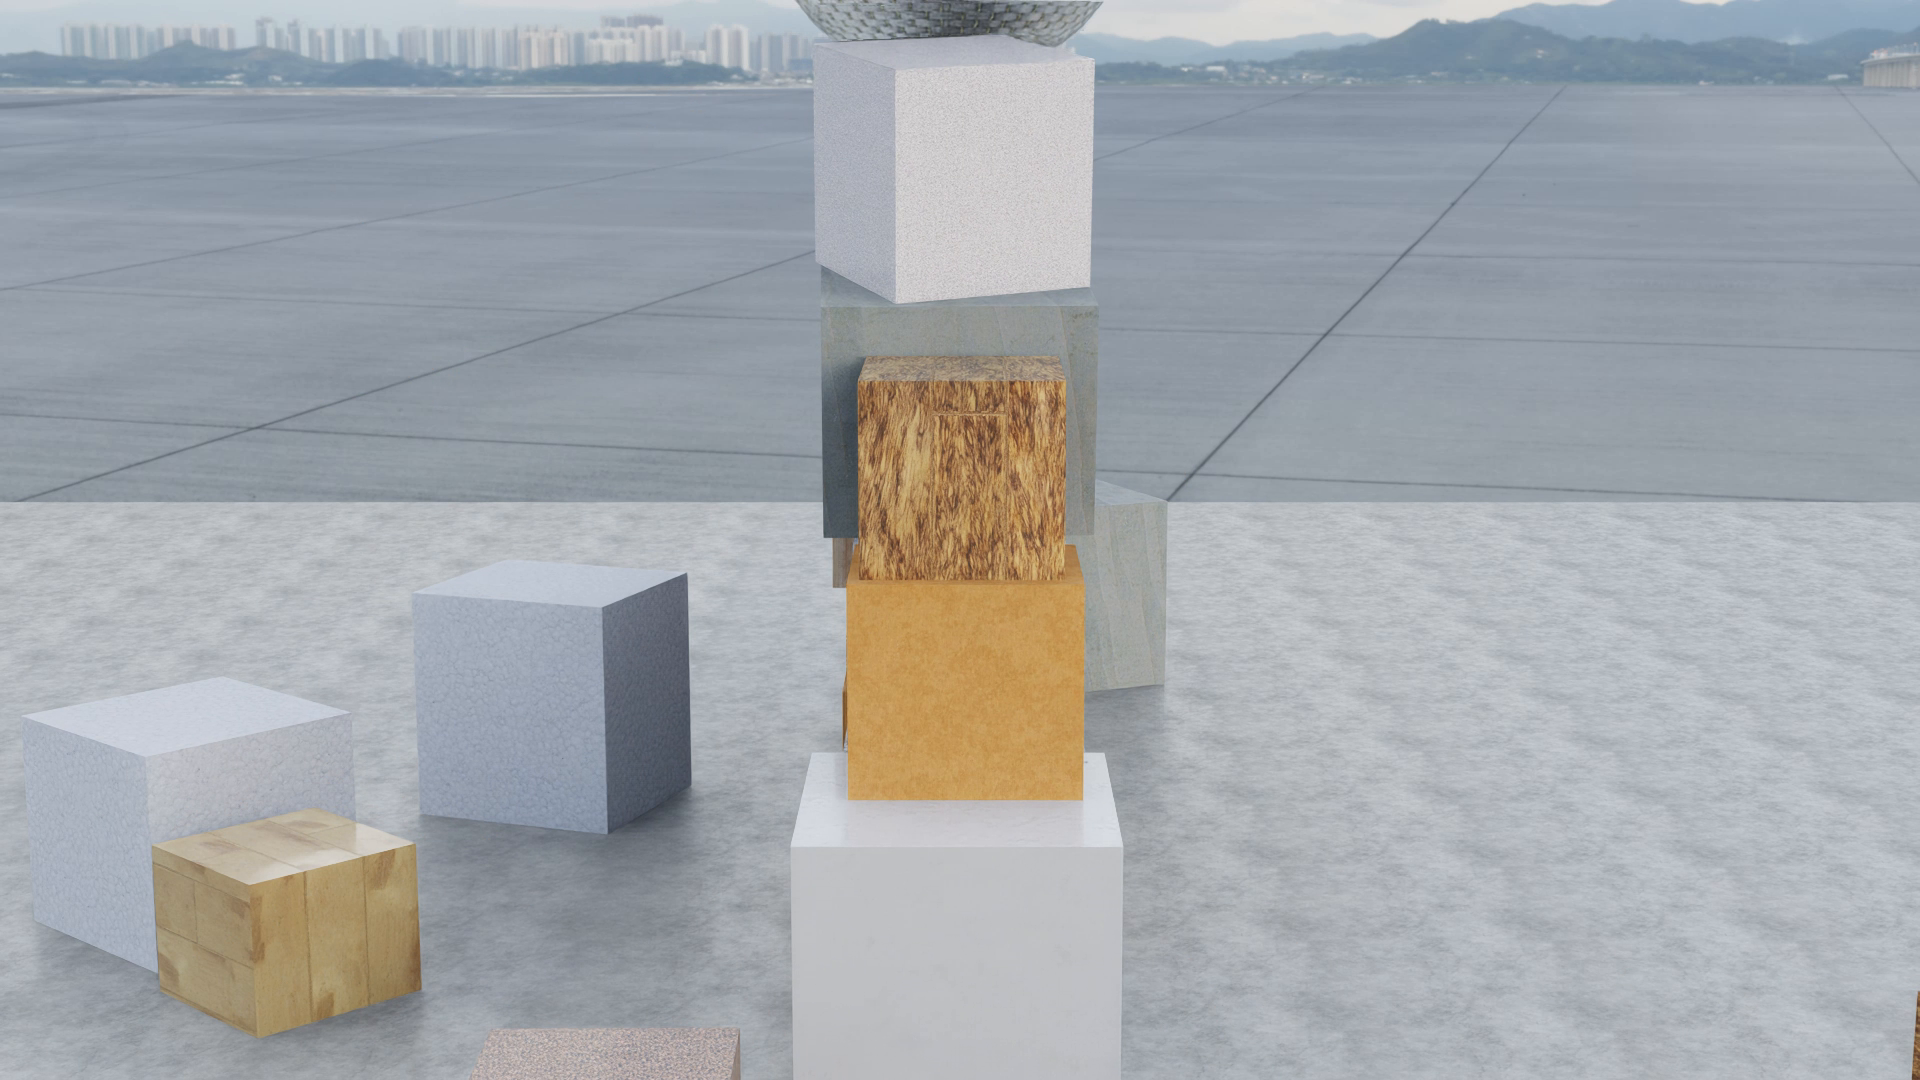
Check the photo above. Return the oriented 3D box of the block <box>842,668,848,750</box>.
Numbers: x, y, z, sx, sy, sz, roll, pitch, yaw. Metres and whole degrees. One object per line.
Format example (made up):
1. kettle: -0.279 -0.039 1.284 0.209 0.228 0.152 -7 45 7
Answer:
1. block: 0.006 1.049 10.799 0.948 1.072 0.943 0 10 0

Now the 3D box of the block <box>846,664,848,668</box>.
1. block: -0.017 0.853 11.827 0.966 1.090 1.118 0 10 0

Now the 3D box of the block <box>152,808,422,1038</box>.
1. block: -2.595 1.458 9.899 0.711 0.590 0.718 10 14 43

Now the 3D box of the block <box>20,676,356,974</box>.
1. block: -3.211 1.158 10.729 0.970 0.884 0.951 9 14 41

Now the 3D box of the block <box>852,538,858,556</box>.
1. block: -0.006 0.311 9.831 0.783 0.735 0.818 0 11 -1

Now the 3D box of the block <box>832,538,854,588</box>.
1. block: -0.081 -0.327 12.554 0.937 1.051 1.004 0 4 6

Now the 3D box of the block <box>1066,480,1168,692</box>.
1. block: 0.570 0.257 15.140 0.913 1.078 1.015 -5 11 -24

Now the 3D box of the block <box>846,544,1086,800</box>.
1. block: 0.019 0.452 9.048 0.801 0.749 0.751 0 10 0

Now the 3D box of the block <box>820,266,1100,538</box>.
1. block: -0.023 -0.563 9.857 1.011 0.875 0.883 -1 18 -3

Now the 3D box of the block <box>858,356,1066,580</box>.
1. block: 0.008 -0.267 9.016 0.697 0.678 0.779 0 10 0

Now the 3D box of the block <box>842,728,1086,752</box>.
1. block: 0.015 1.219 9.890 0.885 1.063 0.880 0 10 0

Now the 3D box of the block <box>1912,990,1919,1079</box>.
1. block: 3.314 1.796 7.312 0.838 0.850 0.819 -2 11 -13

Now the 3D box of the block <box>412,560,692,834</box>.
1. block: -1.968 0.737 12.483 1.008 1.084 0.902 4 11 19

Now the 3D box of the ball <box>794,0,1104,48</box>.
1. ball: -0.044 -2.720 10.686 1.600 1.600 1.600 0 10 0

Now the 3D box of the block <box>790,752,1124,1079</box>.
1. block: -0.008 1.402 8.884 1.067 1.062 1.156 0 10 0

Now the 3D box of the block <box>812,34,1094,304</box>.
1. block: -0.037 -1.425 9.726 0.789 0.847 0.829 -7 19 -23

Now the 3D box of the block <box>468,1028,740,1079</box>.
1. block: -1.027 1.868 7.384 0.745 0.683 0.760 0 10 -1
